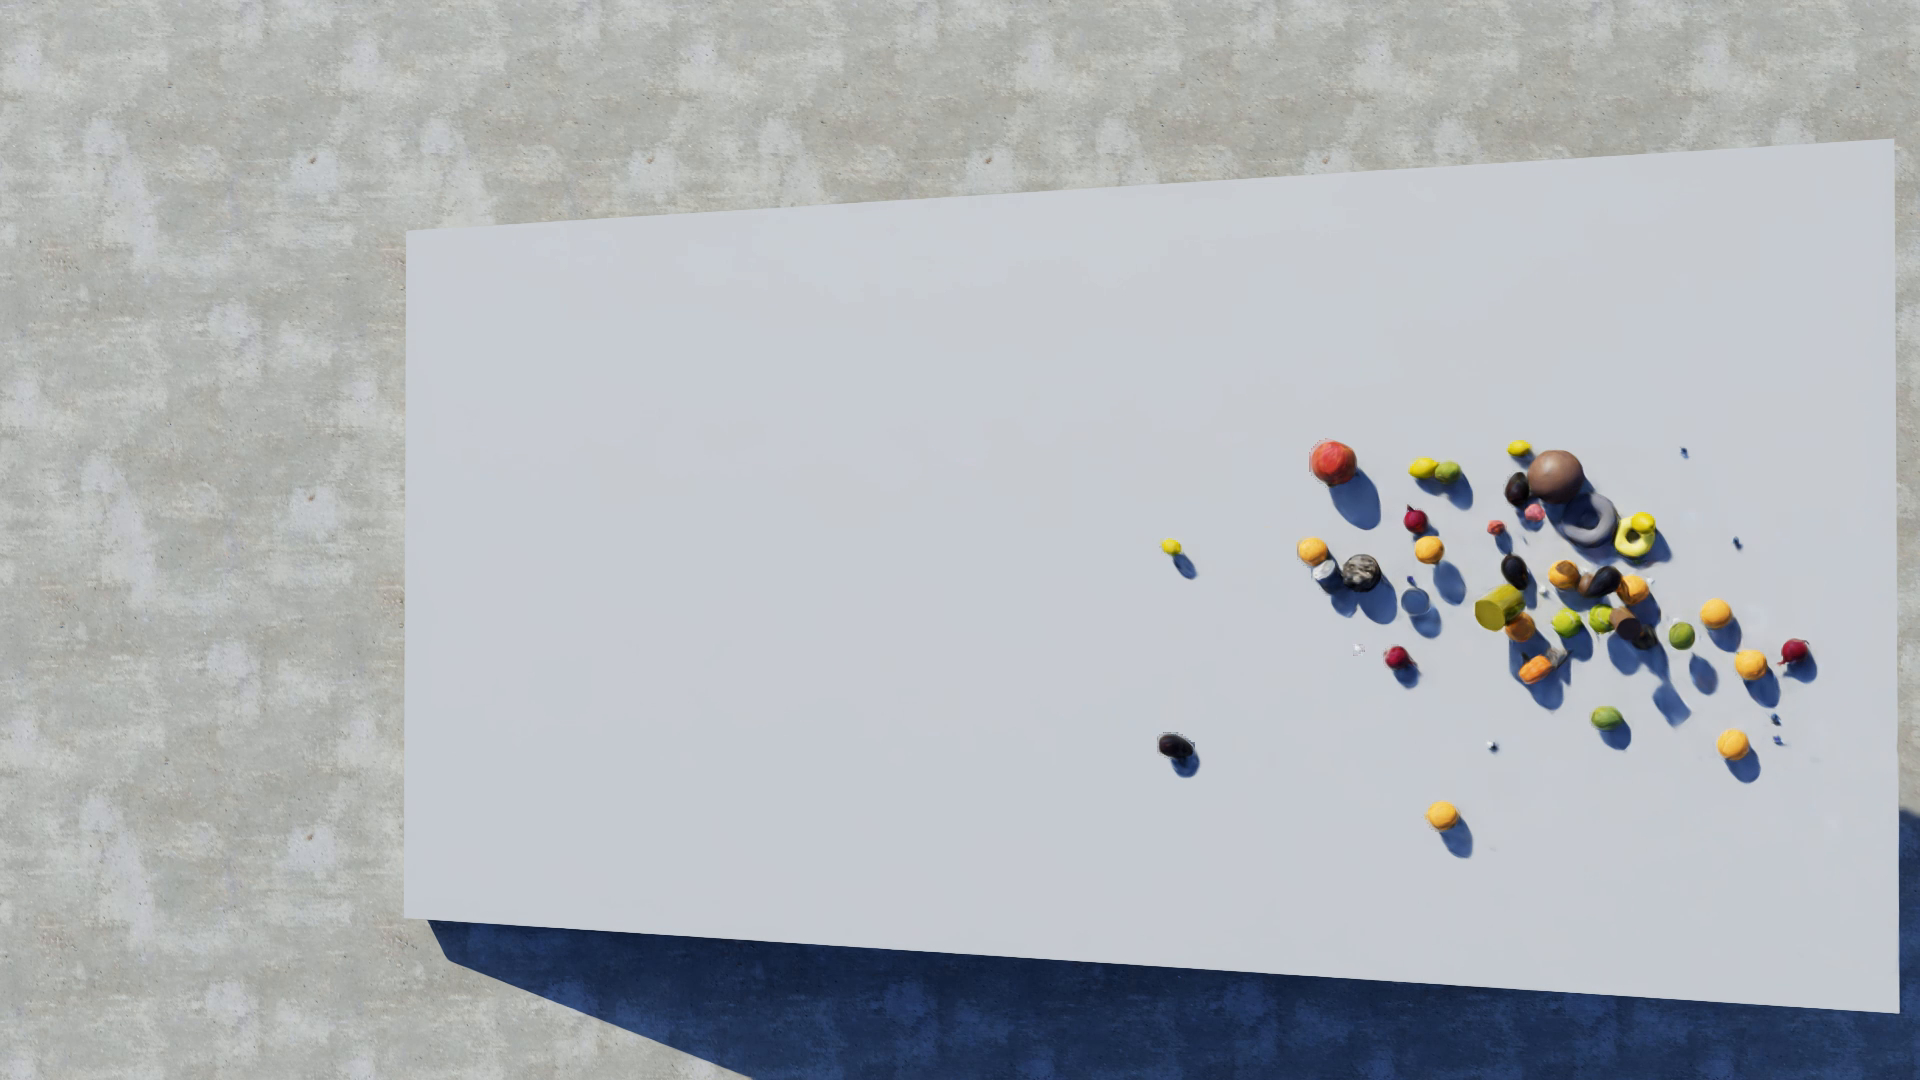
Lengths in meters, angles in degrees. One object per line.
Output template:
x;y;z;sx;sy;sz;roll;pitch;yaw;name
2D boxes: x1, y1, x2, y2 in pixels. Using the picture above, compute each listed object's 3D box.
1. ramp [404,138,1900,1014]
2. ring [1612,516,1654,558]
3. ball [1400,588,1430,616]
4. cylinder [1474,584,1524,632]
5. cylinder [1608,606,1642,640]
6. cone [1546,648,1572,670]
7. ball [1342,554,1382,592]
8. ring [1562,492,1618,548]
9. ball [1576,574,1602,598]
0.281;0.089;5.761;4.000;0.100;2.000;0;89;20;ramp
1.595;-0.007;5.211;0.098;0.033;0.098;-2;85;20;ring
1.111;0.151;5.365;0.072;0.072;0.072;0;89;0;ball
1.282;0.160;5.223;0.085;0.085;0.085;-31;89;-34;cylinder
1.531;0.191;5.064;0.057;0.057;0.057;-2;114;-4;cylinder
1.443;0.276;5.267;0.057;0.057;0.057;-16;89;-13;cone
0.985;0.082;5.396;0.095;0.095;0.095;0;89;0;ball
1.500;-0.047;5.235;0.133;0.044;0.133;-1;87;27;ring
1.496;0.111;5.232;0.058;0.058;0.058;0;89;0;ball
